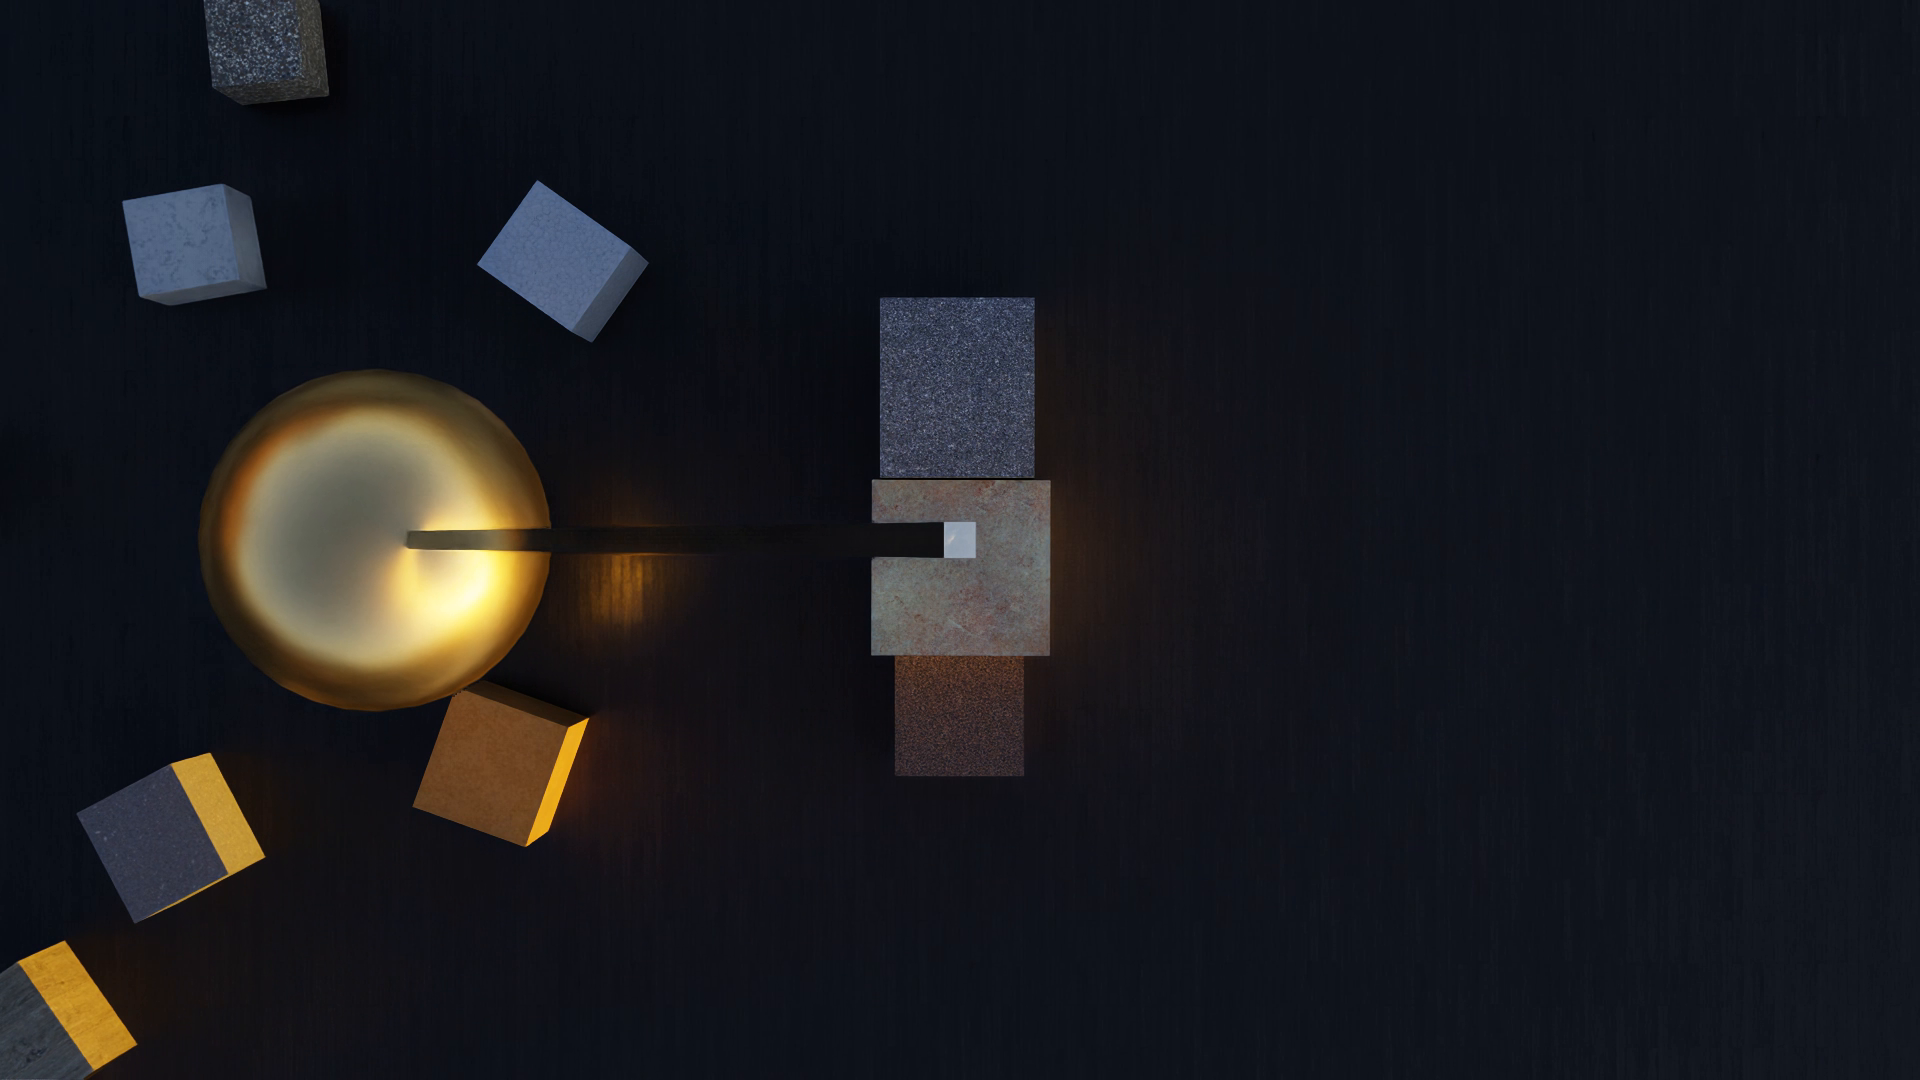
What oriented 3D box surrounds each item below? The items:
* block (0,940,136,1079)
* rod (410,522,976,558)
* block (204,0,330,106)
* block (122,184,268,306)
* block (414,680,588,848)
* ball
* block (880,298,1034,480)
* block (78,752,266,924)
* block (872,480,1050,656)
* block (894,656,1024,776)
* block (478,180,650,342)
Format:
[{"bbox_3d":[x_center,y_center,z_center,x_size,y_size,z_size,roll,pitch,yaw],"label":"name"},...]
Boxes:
[{"bbox_3d":[-5.332,2.852,12.674,0.624,0.652,0.750,-35,90,0],"label":"block"},{"bbox_3d":[-1.176,0.000,7.231,0.080,5.200,0.080,0,90,-27],"label":"rod"},{"bbox_3d":[-4.015,-2.874,12.745,0.521,0.510,0.555,-6,90,0],"label":"block"},{"bbox_3d":[-4.430,-1.705,12.752,0.581,0.497,0.553,-10,90,0],"label":"block"},{"bbox_3d":[-2.630,1.272,12.658,0.672,0.684,0.712,20,90,0],"label":"block"},{"bbox_3d":[-2.714,0.000,10.263,1.600,1.600,1.600,0,90,0],"label":"ball"},{"bbox_3d":[-0.015,-0.831,12.497,0.843,1.005,0.982,0,90,0],"label":"block"},{"bbox_3d":[-4.533,1.705,12.673,0.598,0.655,0.700,-28,90,0],"label":"block"},{"bbox_3d":[0.005,0.152,12.520,0.978,0.959,0.960,0,90,0],"label":"block"},{"bbox_3d":[-0.004,0.981,12.654,0.722,0.692,0.682,0,90,0],"label":"block"},{"bbox_3d":[-2.269,-1.589,12.646,0.646,0.707,0.581,35,90,0],"label":"block"}]
